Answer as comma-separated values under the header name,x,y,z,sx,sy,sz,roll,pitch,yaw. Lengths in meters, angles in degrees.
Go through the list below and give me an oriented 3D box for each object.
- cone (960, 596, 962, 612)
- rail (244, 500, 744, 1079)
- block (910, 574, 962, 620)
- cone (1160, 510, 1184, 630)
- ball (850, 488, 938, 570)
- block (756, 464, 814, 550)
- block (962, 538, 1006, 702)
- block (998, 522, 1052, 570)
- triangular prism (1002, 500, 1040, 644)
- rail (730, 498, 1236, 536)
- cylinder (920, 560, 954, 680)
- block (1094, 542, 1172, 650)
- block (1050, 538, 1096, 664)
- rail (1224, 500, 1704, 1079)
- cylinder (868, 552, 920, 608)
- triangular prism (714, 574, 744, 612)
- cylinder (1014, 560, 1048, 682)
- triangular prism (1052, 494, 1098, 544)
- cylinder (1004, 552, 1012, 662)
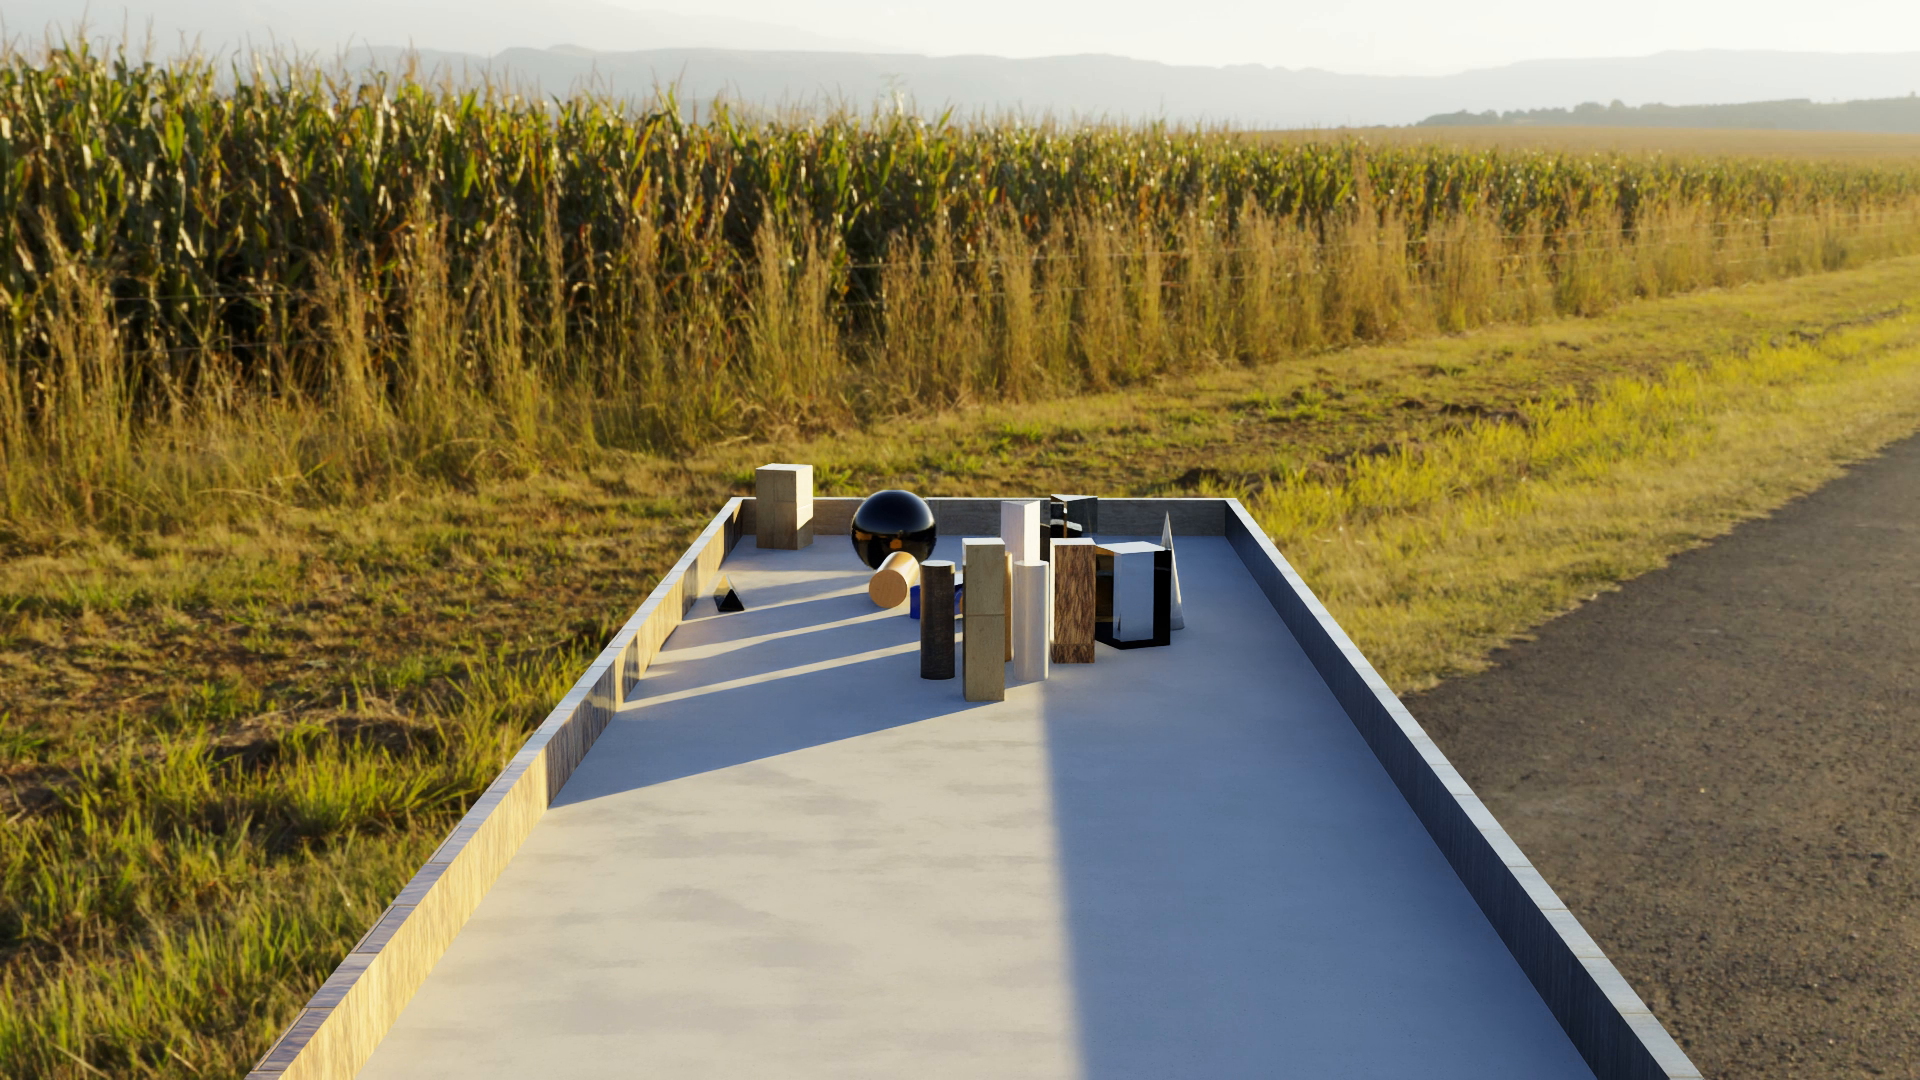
name,x,y,z,sx,sy,sz,roll,pitch,yaw
cone,0.055,0.110,7.462,0.127,0.127,0.443,0,28,-2
rail,-1.004,0.839,3.234,0.050,0.150,12.000,0,9,1
block,-0.040,0.194,7.453,0.105,0.105,0.311,6,11,32
cone,0.674,0.093,7.180,0.127,0.389,0.127,0,9,0
ball,-0.245,-0.031,8.177,0.321,0.321,0.321,0,9,0
block,-0.705,-0.135,8.837,0.175,0.320,0.175,3,9,17
block,0.066,0.223,6.176,0.109,0.445,0.109,-1,9,-5
block,0.201,0.083,7.414,0.152,0.304,0.152,16,3,-21
triangular prism,0.207,0.101,6.943,0.104,0.447,0.120,-6,11,-34
rail,0.099,-0.098,9.147,2.100,0.150,0.050,0,9,1
cylinder,-0.066,0.235,6.450,0.102,0.338,0.102,0,9,0
block,0.544,0.174,6.940,0.178,0.305,0.178,-4,10,-24
block,0.342,0.184,6.687,0.124,0.364,0.124,0,9,-3
rail,1.046,0.843,3.208,0.050,0.150,12.000,0,9,1
cylinder,-0.230,0.137,7.714,0.134,0.134,0.382,1,9,5
triangular prism,-0.802,0.179,7.619,0.090,0.078,0.302,-1,9,-10
cylinder,0.208,0.236,6.429,0.101,0.342,0.101,0,9,0
triangular prism,0.347,0.069,7.207,0.155,0.427,0.134,-9,12,-44
cylinder,0.094,0.202,6.686,0.127,0.327,0.127,0,9,0
